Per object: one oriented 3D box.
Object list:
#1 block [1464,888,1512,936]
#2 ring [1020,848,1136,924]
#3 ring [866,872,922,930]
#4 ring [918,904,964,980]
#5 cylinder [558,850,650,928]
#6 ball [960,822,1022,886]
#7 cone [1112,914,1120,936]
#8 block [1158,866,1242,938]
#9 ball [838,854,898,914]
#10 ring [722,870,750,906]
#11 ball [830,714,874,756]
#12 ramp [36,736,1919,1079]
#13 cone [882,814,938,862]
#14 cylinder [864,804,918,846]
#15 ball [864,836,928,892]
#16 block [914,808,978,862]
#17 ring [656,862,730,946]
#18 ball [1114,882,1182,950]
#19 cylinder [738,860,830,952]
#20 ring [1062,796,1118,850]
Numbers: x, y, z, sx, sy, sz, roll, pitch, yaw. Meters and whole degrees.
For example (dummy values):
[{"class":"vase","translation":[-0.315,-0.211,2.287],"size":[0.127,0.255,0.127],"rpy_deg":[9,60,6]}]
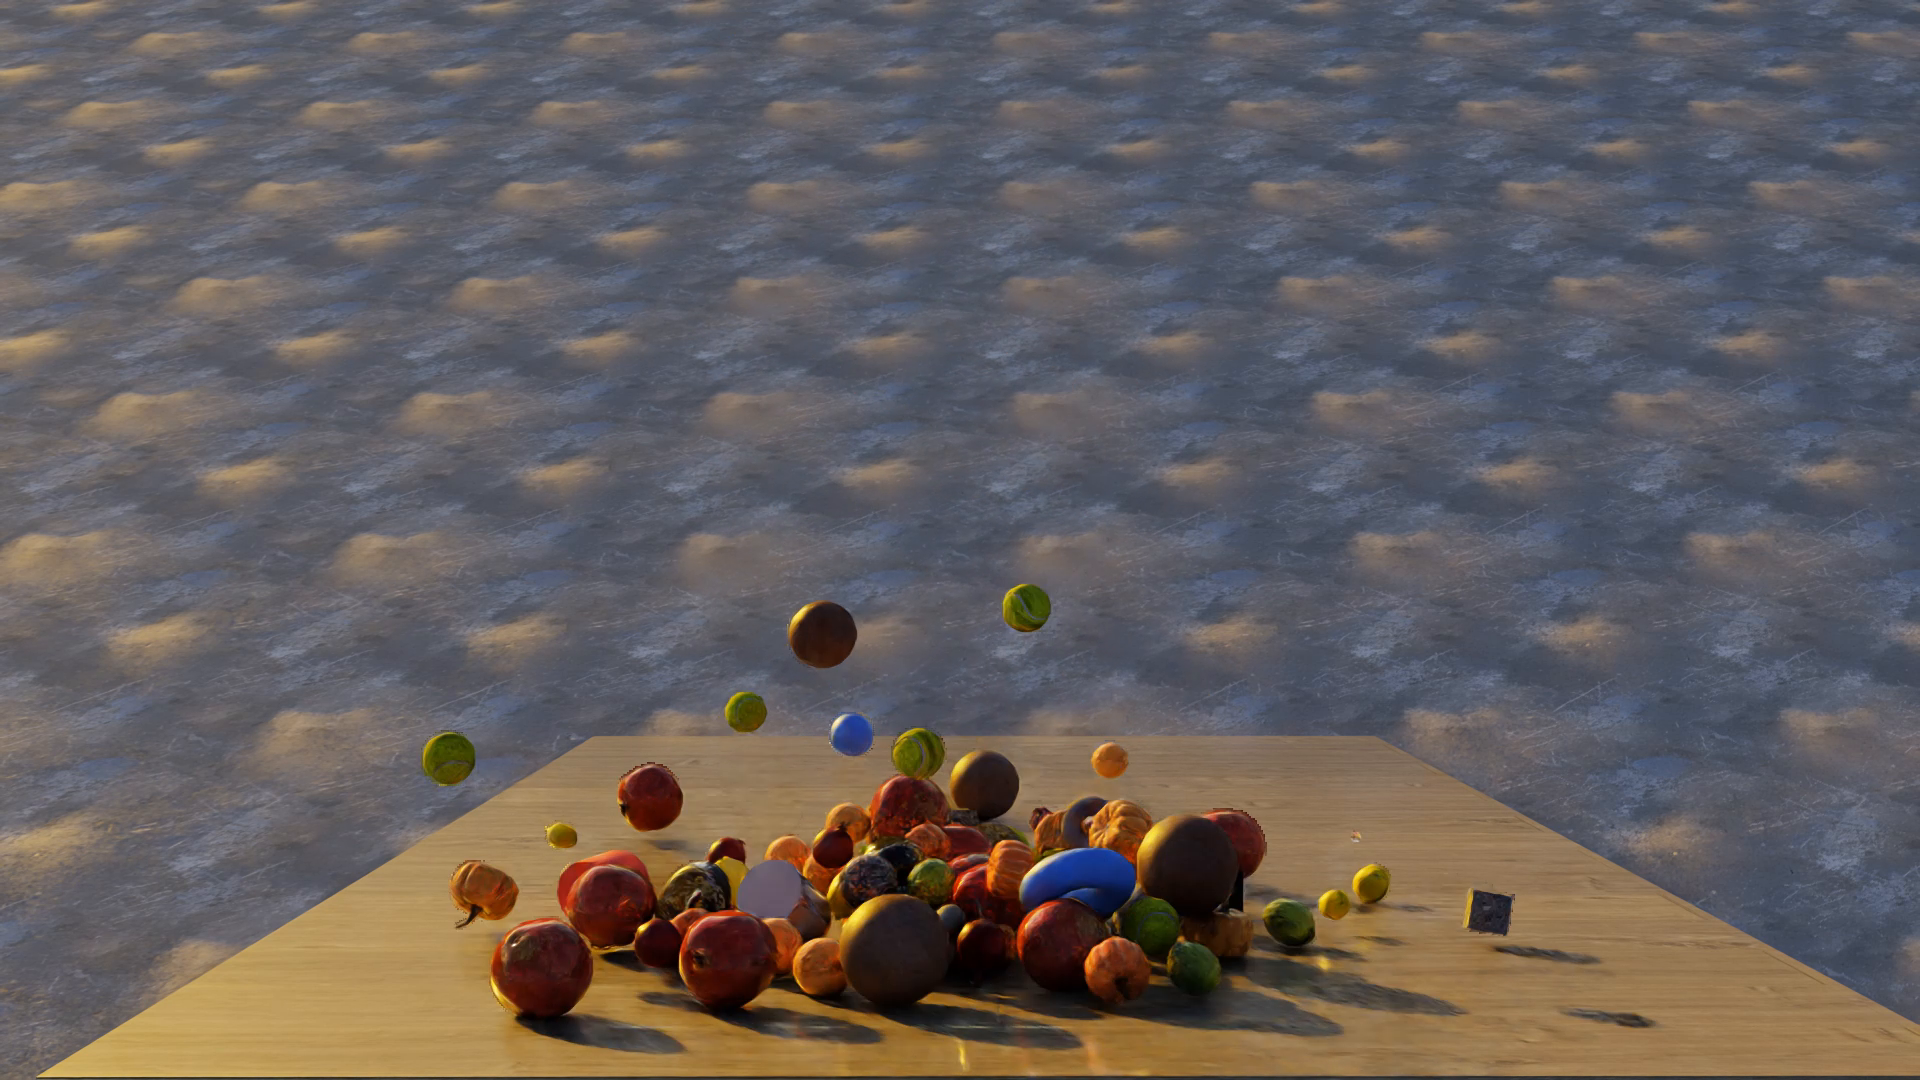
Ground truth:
[{"class":"block","translation":[0.696,0.490,3.406],"size":[0.051,0.051,0.051],"rpy_deg":[10,-5,5]},{"class":"ring","translation":[0.143,0.423,3.151],"size":[0.145,0.145,0.048],"rpy_deg":[-6,56,-10]},{"class":"ring","translation":[-0.092,0.481,3.445],"size":[0.083,0.028,0.083],"rpy_deg":[7,59,-11]},{"class":"ring","translation":[-0.023,0.489,3.139],"size":[0.032,0.097,0.097],"rpy_deg":[20,32,13]},{"class":"cylinder","translation":[-0.494,0.484,3.589],"size":[0.093,0.093,0.093],"rpy_deg":[12,8,21]},{"class":"ball","translation":[0.048,0.480,3.963],"size":[0.096,0.096,0.096],"rpy_deg":[0,28,0]},{"class":"cone","translation":[0.217,0.517,3.460],"size":[0.058,0.058,0.058],"rpy_deg":[17,30,28]},{"class":"block","translation":[0.326,0.492,3.515],"size":[0.082,0.082,0.082],"rpy_deg":[0,1,-33]},{"class":"ball","translation":[-0.117,0.438,3.293],"size":[0.077,0.077,0.077],"rpy_deg":[0,28,0]},{"class":"ring","translation":[-0.351,0.509,3.784],"size":[0.131,0.044,0.131],"rpy_deg":[-1,0,0]},{"class":"ball","translation":[-0.153,0.278,3.683],"size":[0.062,0.062,0.062],"rpy_deg":[0,28,0]},{"class":"ramp","translation":[0.064,0.572,4.614],"size":[2.000,0.100,4.000],"rpy_deg":[0,1,0]},{"class":"cone","translation":[-0.085,0.498,4.108],"size":[0.092,0.092,0.092],"rpy_deg":[2,19,4]},{"class":"cylinder","translation":[-0.114,0.481,4.329],"size":[0.077,0.077,0.077],"rpy_deg":[1,27,-14]},{"class":"ball","translation":[-0.092,0.453,3.553],"size":[0.093,0.093,0.093],"rpy_deg":[0,28,0]},{"class":"block","translation":[-0.022,0.481,4.227],"size":[0.082,0.082,0.082],"rpy_deg":[0,-5,19]},{"class":"ring","translation":[-0.347,0.474,3.361],"size":[0.118,0.039,0.118],"rpy_deg":[-25,46,29]},{"class":"ball","translation":[0.242,0.486,3.341],"size":[0.088,0.088,0.088],"rpy_deg":[0,28,0]},{"class":"cylinder","translation":[-0.225,0.468,3.304],"size":[0.090,0.090,0.090],"rpy_deg":[-11,57,18]},{"class":"ring","translation":[0.185,0.407,3.674],"size":[0.086,0.086,0.029],"rpy_deg":[16,0,27]}]
